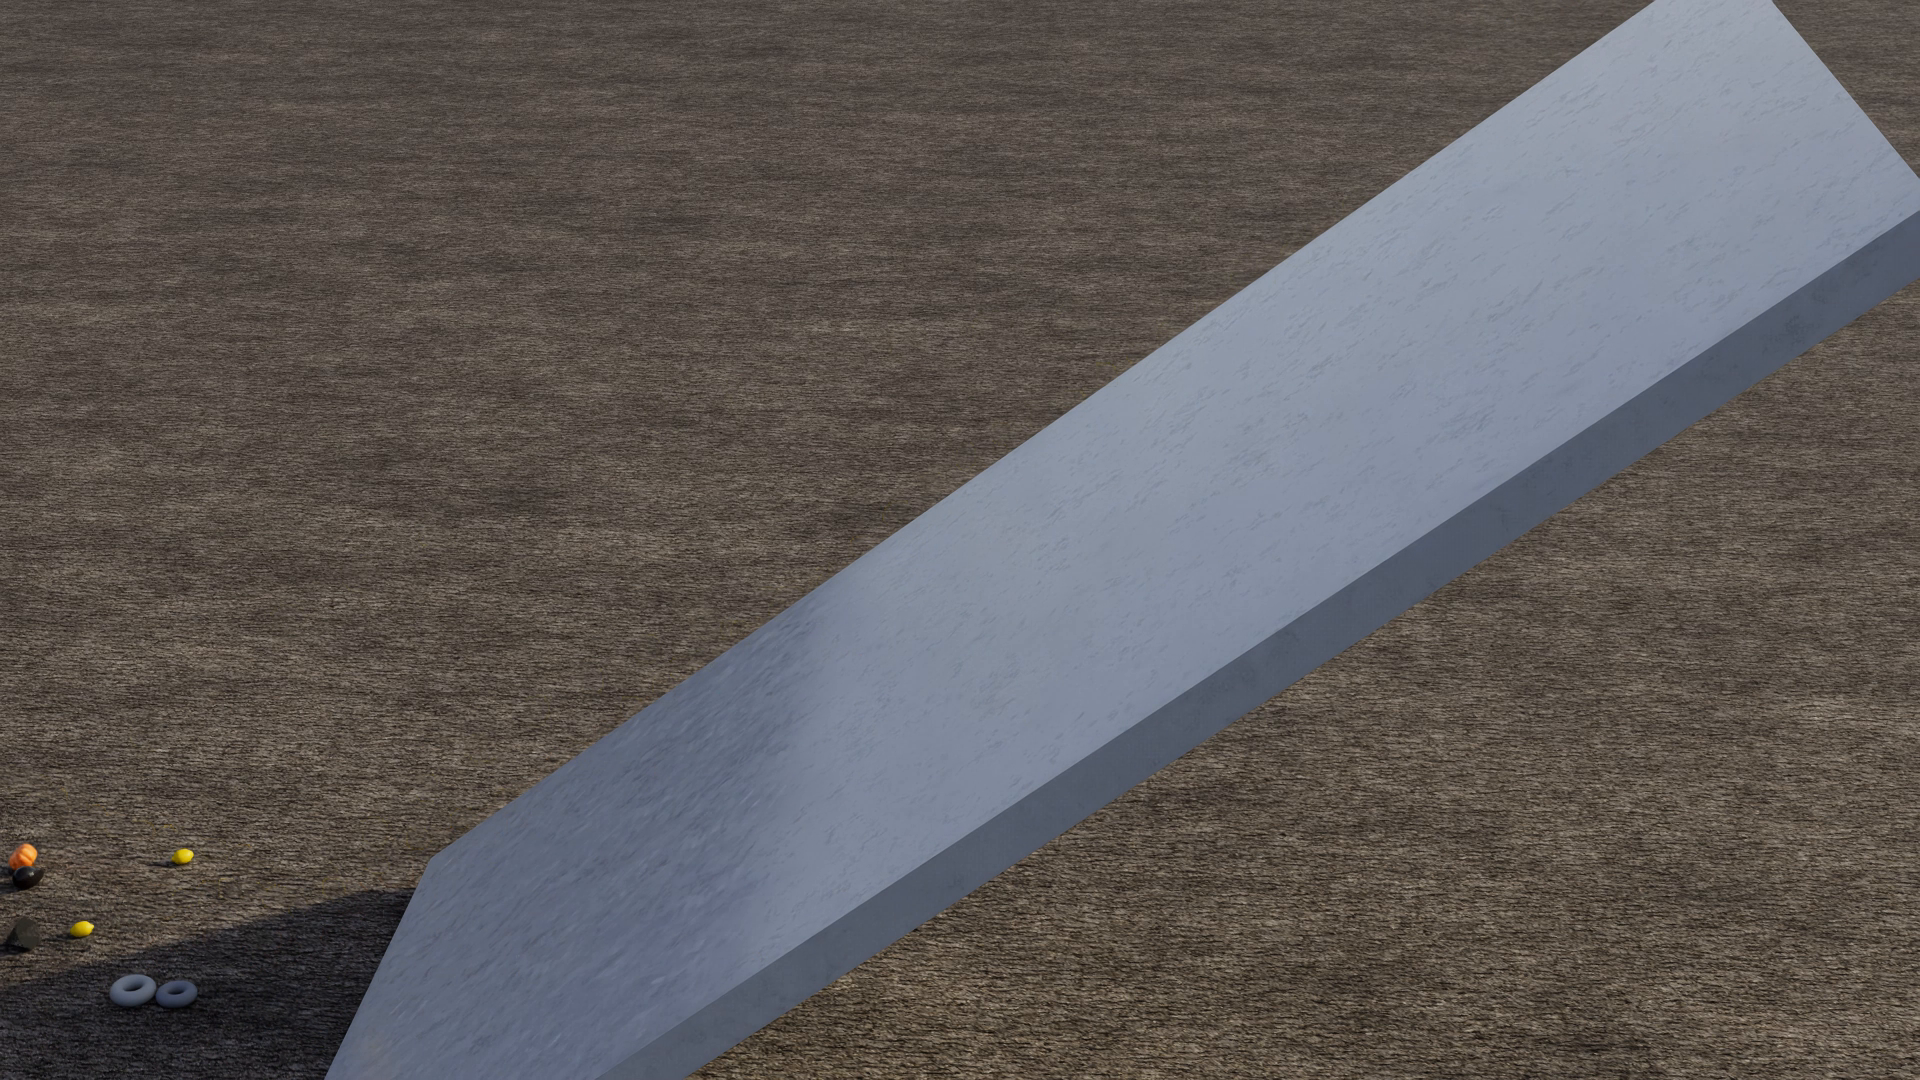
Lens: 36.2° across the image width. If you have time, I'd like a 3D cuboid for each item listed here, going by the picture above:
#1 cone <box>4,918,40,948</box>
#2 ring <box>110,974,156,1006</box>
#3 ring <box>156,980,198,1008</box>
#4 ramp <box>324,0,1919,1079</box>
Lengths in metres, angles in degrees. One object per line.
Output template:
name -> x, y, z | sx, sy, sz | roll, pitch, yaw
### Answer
cone -> -2.425, 1.022, 7.552 | 0.083, 0.083, 0.083 | -22, 16, 21
ring -> -2.058, 1.121, 7.318 | 0.115, 0.038, 0.115 | 0, 24, 0
ring -> -1.945, 1.129, 7.305 | 0.103, 0.034, 0.103 | 1, 22, 0
ramp -> 0.126, 0.181, 6.328 | 4.000, 0.100, 2.000 | -35, 16, 17
